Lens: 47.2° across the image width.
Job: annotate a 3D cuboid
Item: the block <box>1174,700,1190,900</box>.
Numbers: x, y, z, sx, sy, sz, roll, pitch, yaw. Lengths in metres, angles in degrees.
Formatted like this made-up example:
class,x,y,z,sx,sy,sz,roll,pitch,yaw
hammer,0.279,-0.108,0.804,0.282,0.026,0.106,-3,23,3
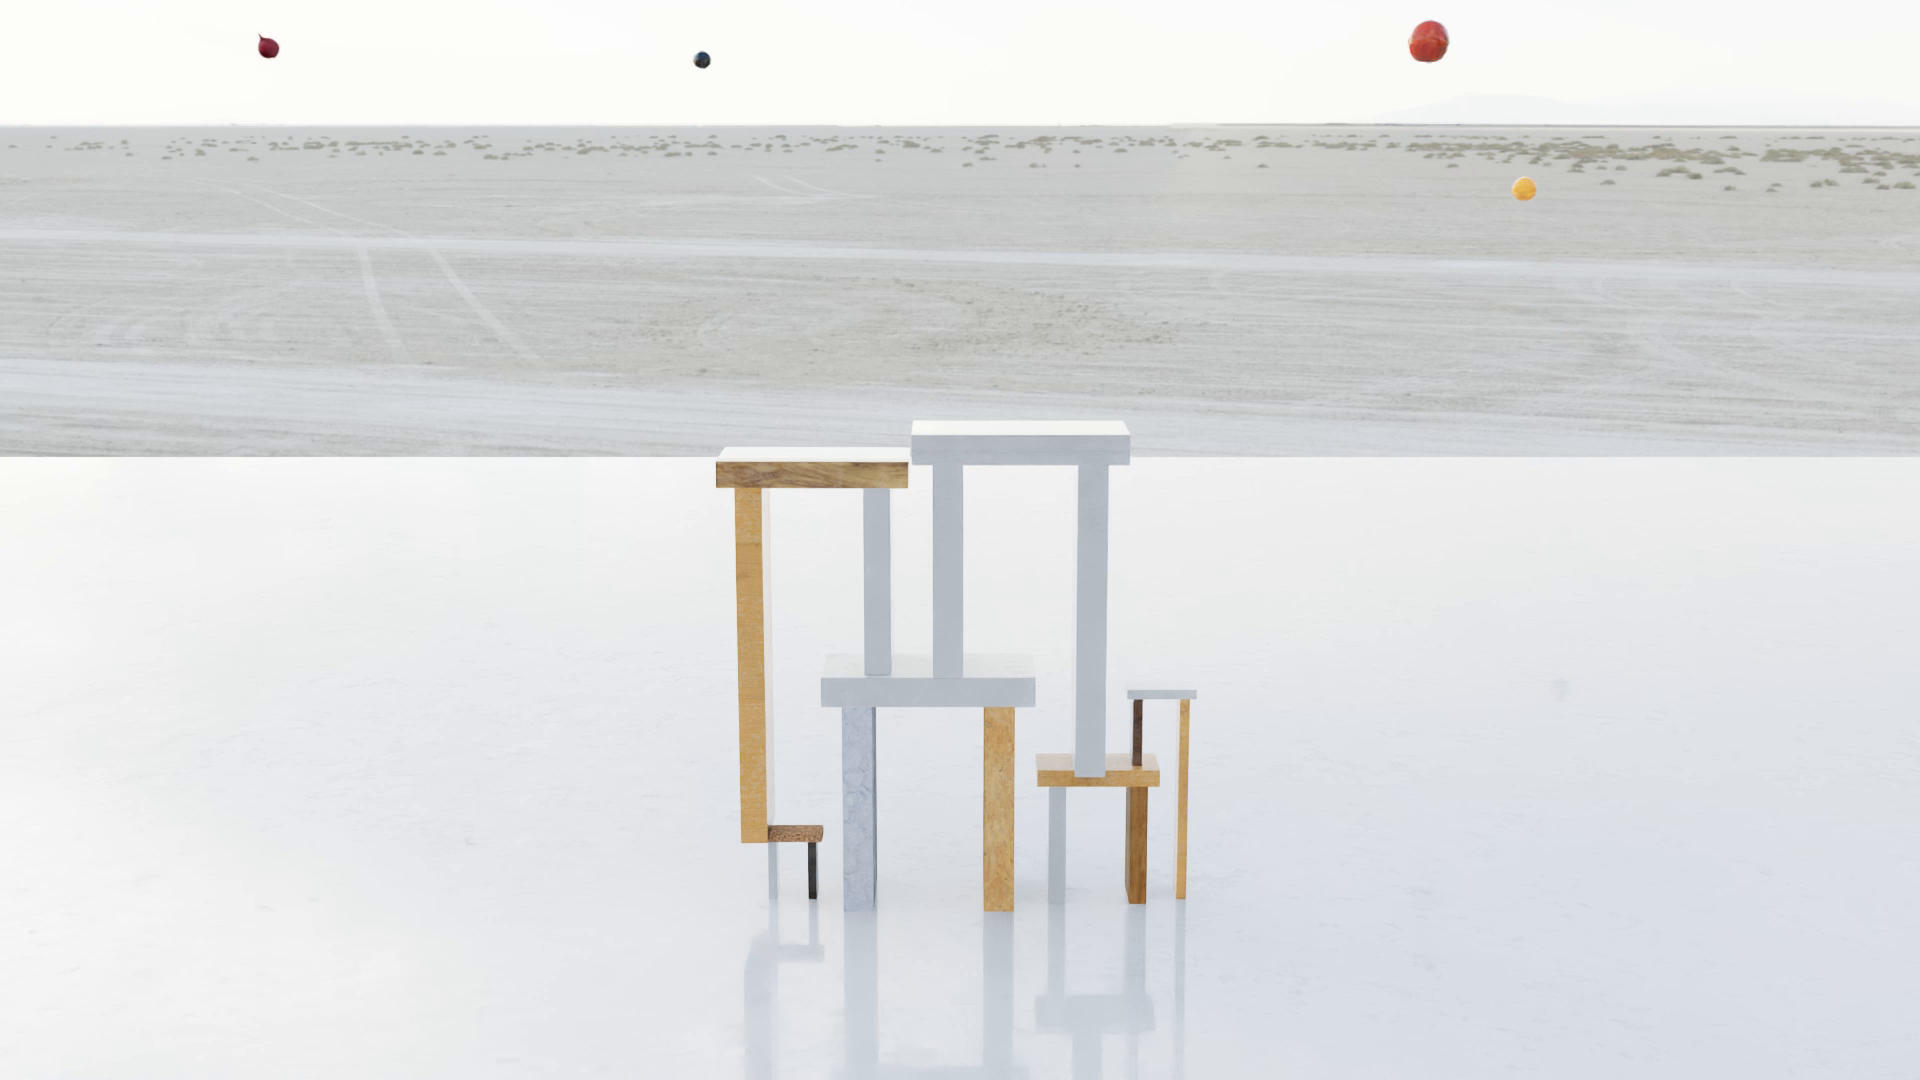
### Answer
class,x,y,z,sx,sy,sz,roll,pitch,yaw
block,0.366,0.422,3.639,0.016,0.342,0.057,0,11,0

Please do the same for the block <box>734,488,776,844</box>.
class,x,y,z,sx,sy,sz,roll,pitch,yaw
block,-0.335,0.192,3.599,0.043,0.585,0.152,0,11,0

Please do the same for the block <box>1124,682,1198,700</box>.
class,x,y,z,sx,sy,sz,roll,pitch,yaw
block,0.329,0.246,3.606,0.113,0.016,0.057,0,11,-1

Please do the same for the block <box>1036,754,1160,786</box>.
class,x,y,z,sx,sy,sz,roll,pitch,yaw
block,0.226,0.380,3.631,0.200,0.028,0.100,0,11,0

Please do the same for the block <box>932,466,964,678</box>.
class,x,y,z,sx,sy,sz,roll,pitch,yaw
block,-0.019,0.036,3.564,0.049,0.343,0.171,0,11,0

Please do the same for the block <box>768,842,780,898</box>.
class,x,y,z,sx,sy,sz,roll,pitch,yaw
block,-0.310,0.542,3.658,0.014,0.098,0.049,0,11,0

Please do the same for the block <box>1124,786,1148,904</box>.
class,x,y,z,sx,sy,sz,roll,pitch,yaw
block,0.293,0.492,3.651,0.028,0.200,0.100,0,11,0

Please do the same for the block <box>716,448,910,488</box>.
class,x,y,z,sx,sy,sz,roll,pitch,yaw
block,-0.233,-0.117,3.542,0.304,0.043,0.152,0,11,0

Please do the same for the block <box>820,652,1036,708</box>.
class,x,y,z,sx,sy,sz,roll,pitch,yaw
block,-0.051,0.228,3.602,0.344,0.049,0.172,0,11,0

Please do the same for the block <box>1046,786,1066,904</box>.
class,x,y,z,sx,sy,sz,roll,pitch,yaw
block,0.159,0.492,3.651,0.028,0.200,0.100,0,11,0

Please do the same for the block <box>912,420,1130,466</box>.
class,x,y,z,sx,sy,sz,roll,pitch,yaw
block,0.095,-0.156,3.528,0.343,0.049,0.171,0,11,0

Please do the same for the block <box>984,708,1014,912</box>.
class,x,y,z,sx,sy,sz,roll,pitch,yaw
block,0.064,0.421,3.638,0.049,0.344,0.172,0,11,0

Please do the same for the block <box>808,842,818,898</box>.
class,x,y,z,sx,sy,sz,roll,pitch,yaw
block,-0.244,0.542,3.658,0.014,0.098,0.049,0,11,0

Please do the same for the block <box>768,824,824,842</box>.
class,x,y,z,sx,sy,sz,roll,pitch,yaw
block,-0.277,0.487,3.648,0.098,0.014,0.049,0,11,0

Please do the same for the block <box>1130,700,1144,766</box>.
class,x,y,z,sx,sy,sz,roll,pitch,yaw
block,0.290,0.310,3.619,0.016,0.113,0.057,0,11,0

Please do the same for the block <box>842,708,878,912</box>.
class,x,y,z,sx,sy,sz,roll,pitch,yaw
block,-0.165,0.421,3.638,0.049,0.344,0.172,0,11,0

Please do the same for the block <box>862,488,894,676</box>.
class,x,y,z,sx,sy,sz,roll,pitch,yaw
block,-0.132,0.054,3.573,0.043,0.304,0.152,0,11,0

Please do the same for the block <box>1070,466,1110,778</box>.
class,x,y,z,sx,sy,sz,roll,pitch,yaw
block,0.210,0.117,3.579,0.049,0.507,0.171,0,11,0
